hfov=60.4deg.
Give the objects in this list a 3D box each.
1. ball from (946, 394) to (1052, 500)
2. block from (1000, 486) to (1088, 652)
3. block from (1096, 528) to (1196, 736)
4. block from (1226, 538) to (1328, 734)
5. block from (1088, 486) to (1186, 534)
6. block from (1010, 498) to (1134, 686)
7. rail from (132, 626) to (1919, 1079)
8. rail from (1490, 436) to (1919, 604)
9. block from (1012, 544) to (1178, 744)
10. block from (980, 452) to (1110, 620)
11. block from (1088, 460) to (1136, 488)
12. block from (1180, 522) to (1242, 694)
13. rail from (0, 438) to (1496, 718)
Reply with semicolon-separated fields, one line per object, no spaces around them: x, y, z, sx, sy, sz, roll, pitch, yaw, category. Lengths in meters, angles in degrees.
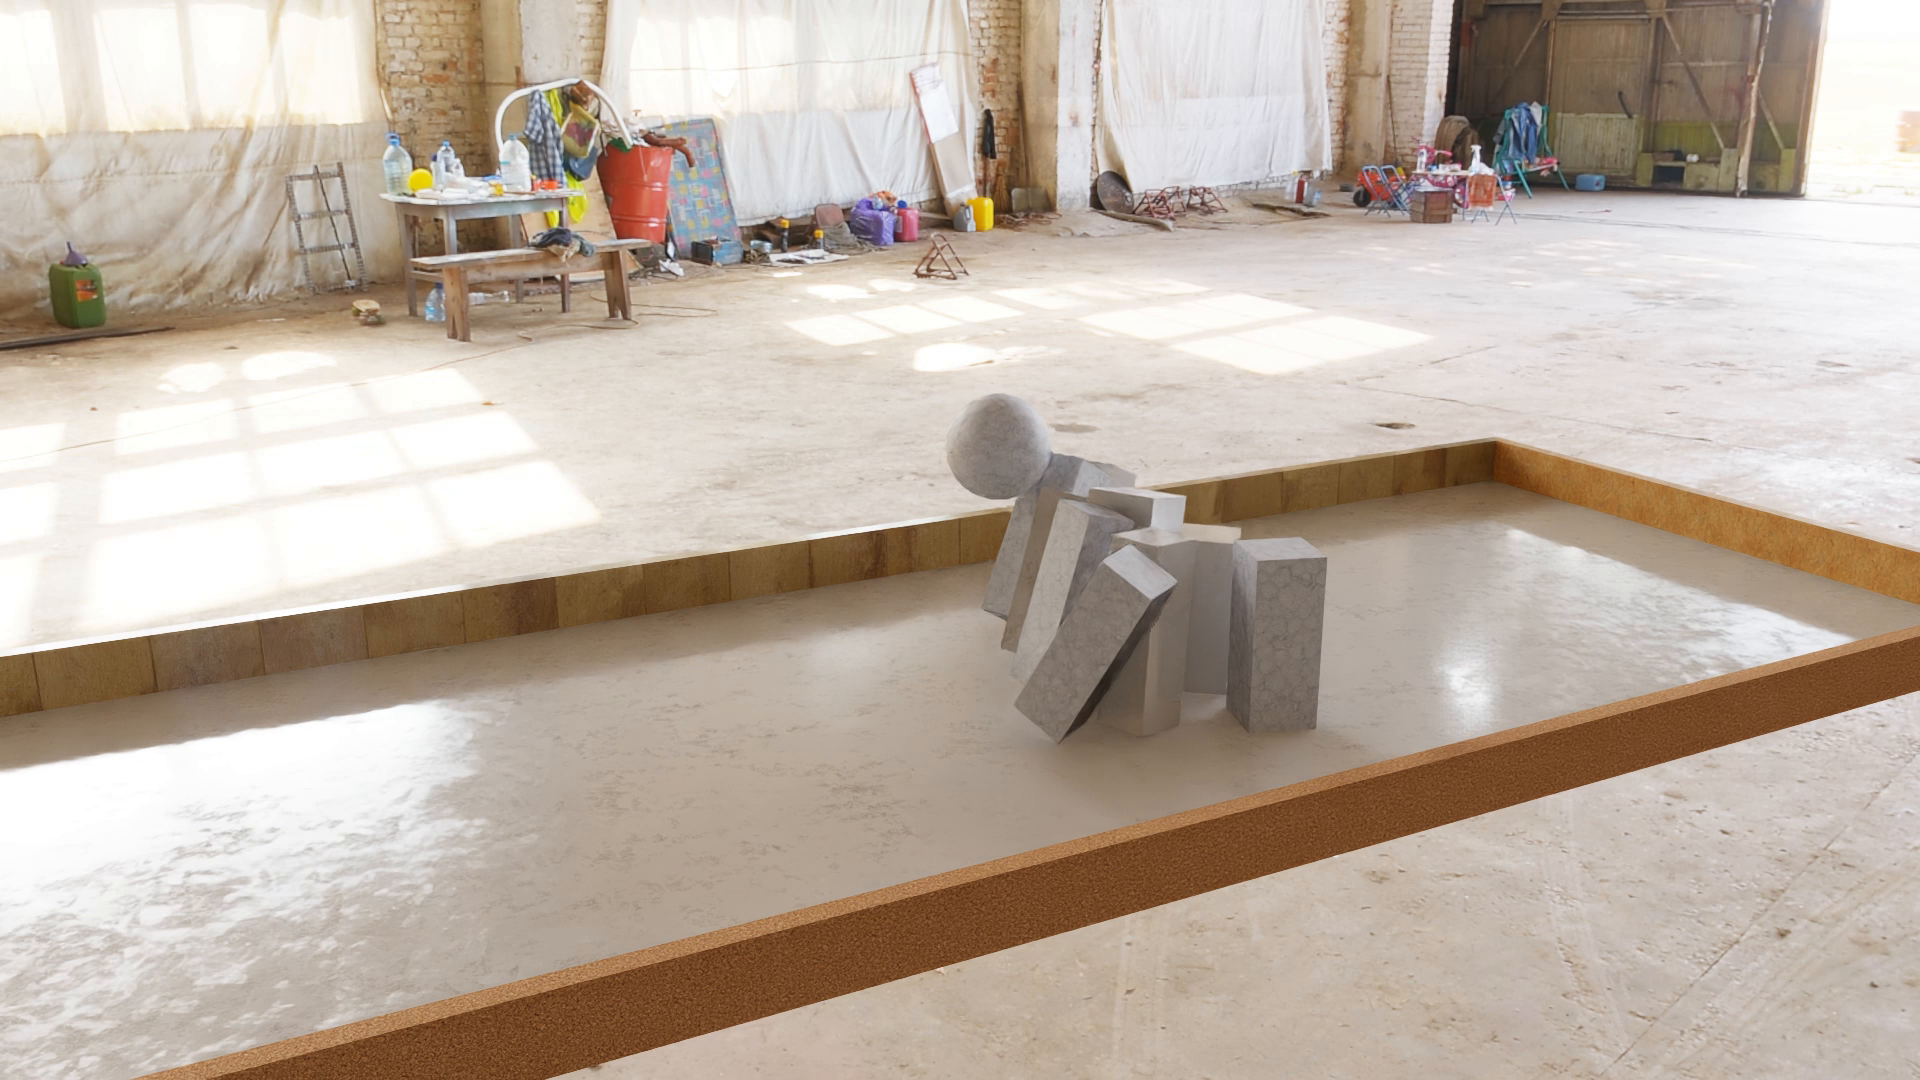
0.102;-0.247;4.376;0.282;0.282;0.282;0;16;0;ball
0.240;0.091;4.221;0.145;0.422;0.145;15;0;15;block
0.430;0.211;3.823;0.137;0.450;0.137;-10;18;-43;block
0.737;0.221;3.859;0.165;0.419;0.165;-3;17;-9;block
0.419;0.107;4.132;0.179;0.458;0.179;11;8;32;block
0.270;0.144;4.010;0.135;0.456;0.135;8;13;-33;block
-2.336;1.006;1.665;12.000;0.150;0.050;-9;18;-27;rail
2.466;-0.048;5.253;0.050;0.150;2.100;-9;18;-27;rail
0.303;0.237;3.729;0.139;0.449;0.139;39;32;16;block
0.235;0.007;4.477;0.165;0.459;0.165;13;-9;36;block
0.351;-0.011;4.627;0.149;0.405;0.149;11;-4;34;block
0.605;0.169;4.083;0.145;0.388;0.145;5;17;11;block
-3.305;0.497;3.399;12.000;0.150;0.050;-9;18;-27;rail
